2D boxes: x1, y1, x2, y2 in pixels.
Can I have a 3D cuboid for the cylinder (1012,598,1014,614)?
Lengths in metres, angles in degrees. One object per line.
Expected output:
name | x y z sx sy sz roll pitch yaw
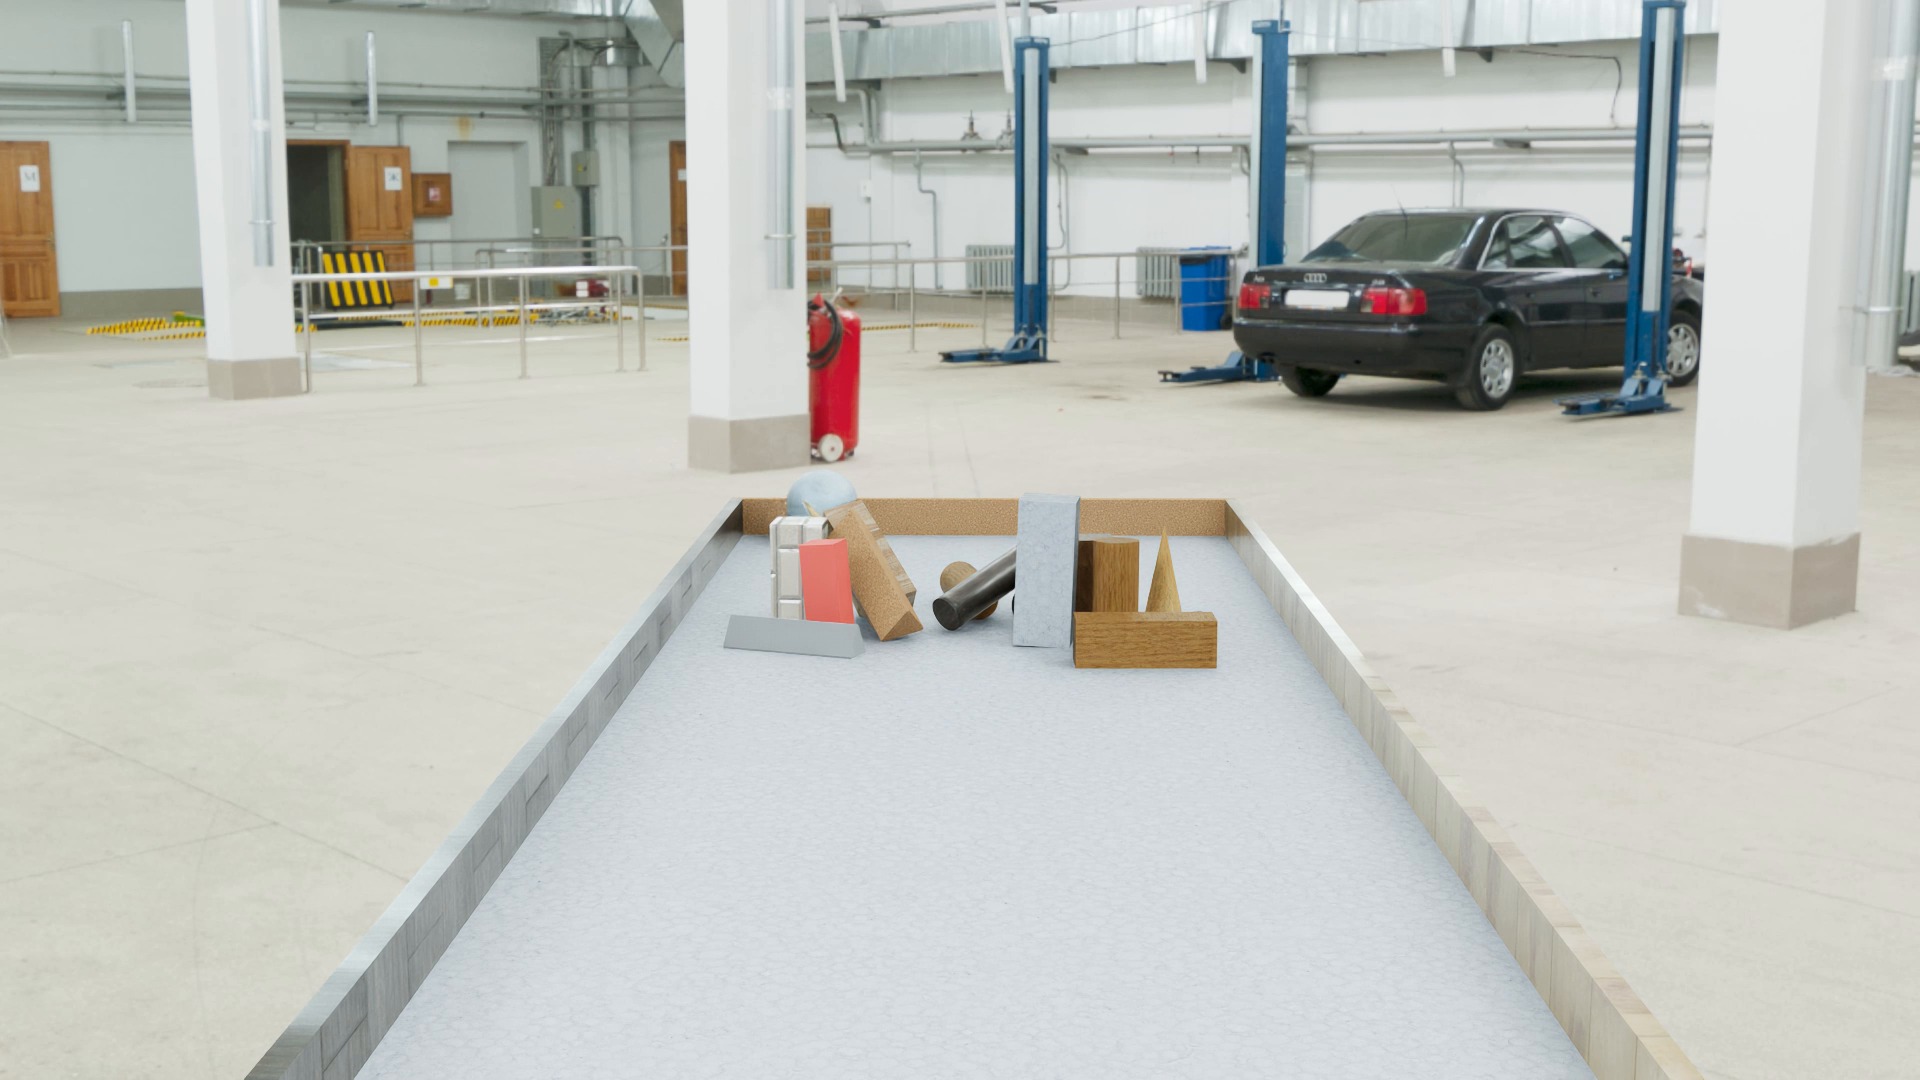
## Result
cylinder | 0.282 0.191 7.304 0.158 0.158 0.322 2 9 13

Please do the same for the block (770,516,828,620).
block | -0.524 0.110 7.192 0.168 0.351 0.168 1 9 3

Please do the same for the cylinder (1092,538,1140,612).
cylinder | 0.489 0.163 6.923 0.146 0.327 0.146 0 7 0

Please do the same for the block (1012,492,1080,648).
block | 0.274 0.094 6.933 0.178 0.458 0.178 3 9 7

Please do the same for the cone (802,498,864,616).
cone | -0.406 0.032 7.413 0.156 0.459 0.156 -33 -17 -12

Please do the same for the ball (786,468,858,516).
ball | -0.562 -0.142 8.962 0.295 0.295 0.295 0 9 0

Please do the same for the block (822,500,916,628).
block | -0.307 0.078 7.252 0.142 0.142 0.407 -17 57 -24

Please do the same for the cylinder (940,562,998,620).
cylinder | 0.029 0.170 7.497 0.139 0.139 0.357 -2 9 -10

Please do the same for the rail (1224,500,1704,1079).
rail | 1.046 0.843 3.208 0.050 0.150 12.000 0 9 1

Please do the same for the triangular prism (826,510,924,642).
triangular prism | -0.267 0.101 7.060 0.148 0.129 0.438 -15 56 -23

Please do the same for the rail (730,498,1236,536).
rail | 0.099 -0.098 9.147 2.100 0.150 0.050 0 9 1

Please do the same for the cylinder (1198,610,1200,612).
cylinder | 0.592 0.289 6.850 0.374 0.105 0.105 -5 10 -27

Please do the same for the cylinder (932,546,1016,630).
cylinder | 0.105 0.142 7.252 0.441 0.119 0.119 -33 28 -34

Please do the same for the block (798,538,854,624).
block | -0.419 0.163 6.941 0.116 0.316 0.116 -2 9 19

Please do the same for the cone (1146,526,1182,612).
cone | 0.667 0.115 7.191 0.141 0.341 0.141 0 9 0

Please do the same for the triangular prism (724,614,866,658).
triangular prism | -0.516 0.294 6.837 0.438 0.095 0.110 4 9 22

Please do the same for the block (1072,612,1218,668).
block | 0.557 0.302 6.642 0.422 0.145 0.145 0 9 0

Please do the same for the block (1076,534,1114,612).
block | 0.427 0.139 7.171 0.143 0.301 0.143 -1 9 -5

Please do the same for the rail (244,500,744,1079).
rail | -1.004 0.839 3.234 0.050 0.150 12.000 0 9 1
